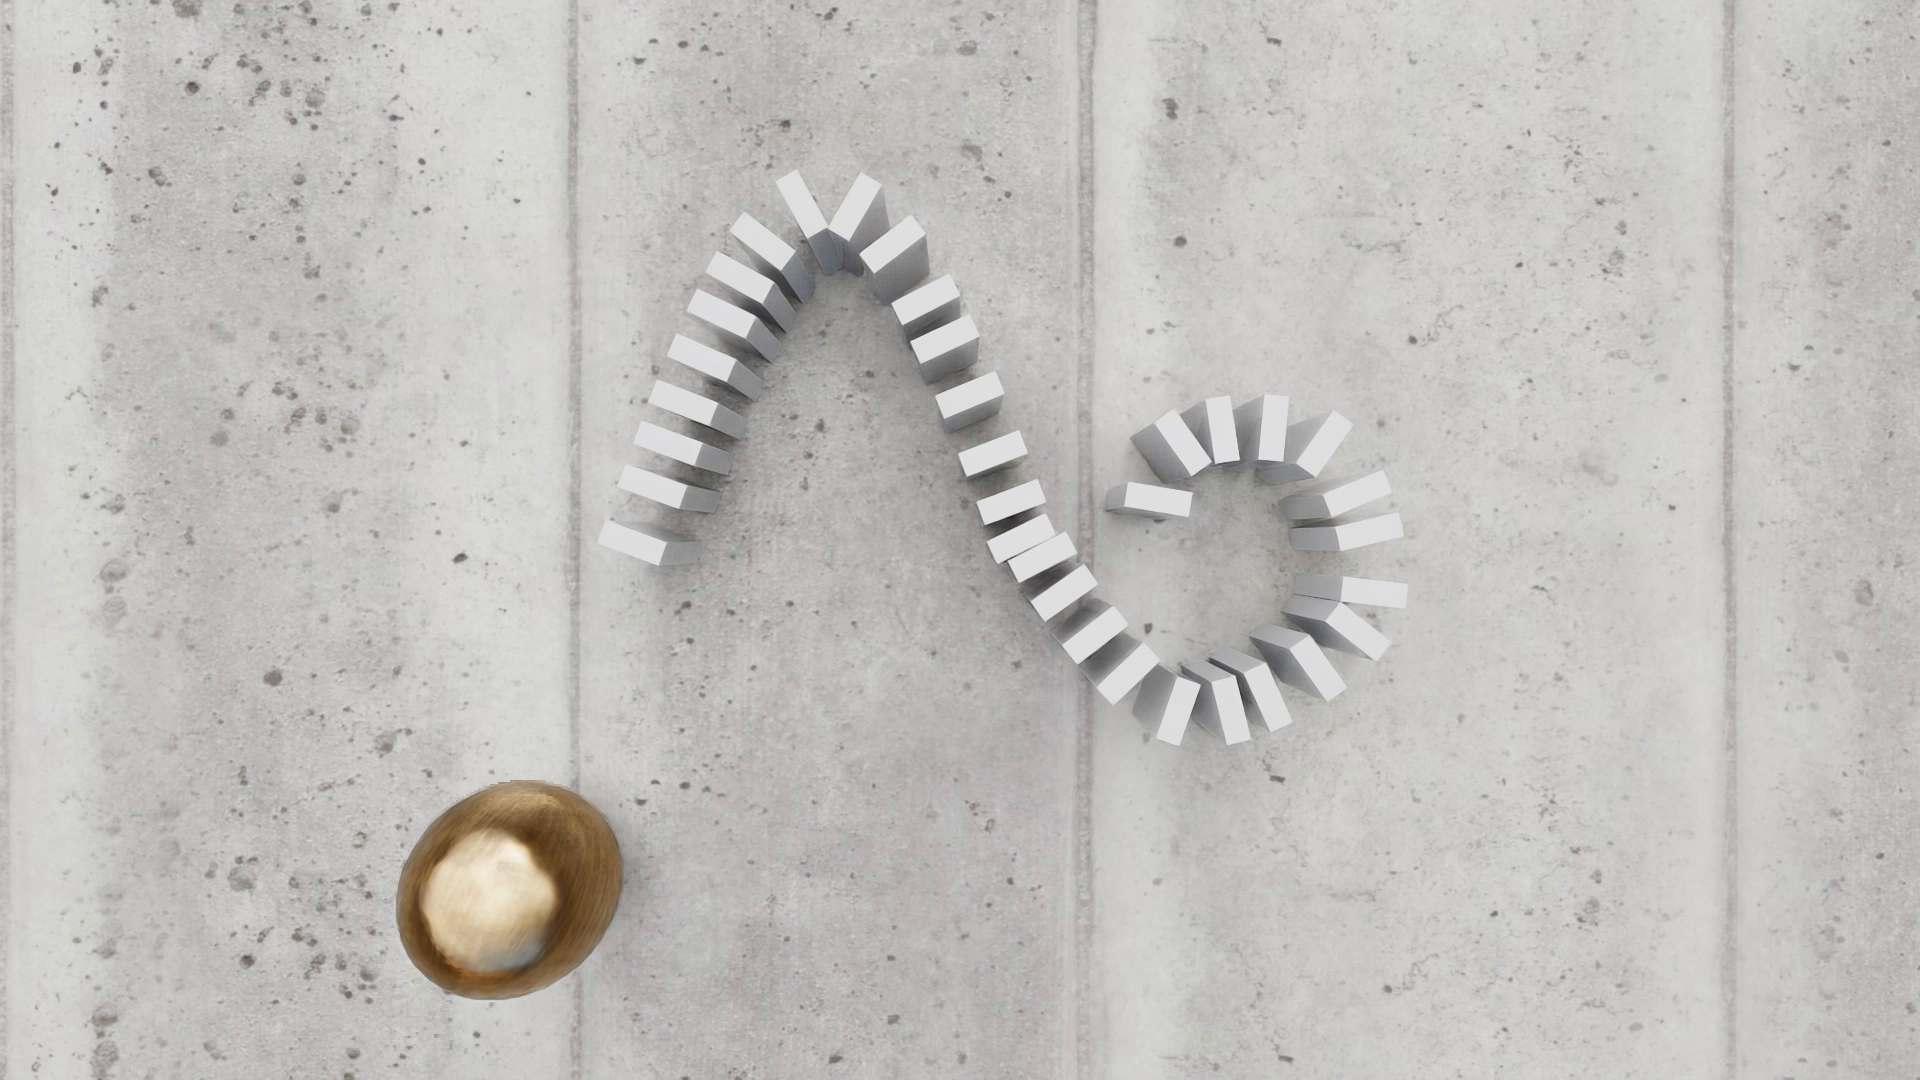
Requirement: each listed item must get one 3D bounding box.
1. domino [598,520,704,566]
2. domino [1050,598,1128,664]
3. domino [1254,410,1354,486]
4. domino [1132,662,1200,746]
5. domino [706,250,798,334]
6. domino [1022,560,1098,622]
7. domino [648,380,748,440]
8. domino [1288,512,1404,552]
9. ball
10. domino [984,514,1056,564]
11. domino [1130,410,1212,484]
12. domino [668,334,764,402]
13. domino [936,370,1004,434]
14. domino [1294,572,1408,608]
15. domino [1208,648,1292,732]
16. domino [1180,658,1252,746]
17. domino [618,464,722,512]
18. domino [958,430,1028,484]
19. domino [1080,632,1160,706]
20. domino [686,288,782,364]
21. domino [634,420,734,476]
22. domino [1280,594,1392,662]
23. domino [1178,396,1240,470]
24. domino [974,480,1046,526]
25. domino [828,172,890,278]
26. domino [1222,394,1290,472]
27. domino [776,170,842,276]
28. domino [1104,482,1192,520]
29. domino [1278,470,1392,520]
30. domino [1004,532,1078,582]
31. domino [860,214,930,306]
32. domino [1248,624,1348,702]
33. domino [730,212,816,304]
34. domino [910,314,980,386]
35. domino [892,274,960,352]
[{"bbox_3d":[-0.125,0.001,0.375,0.025,0.050,0.009,20,90,0],"label":"domino"},{"bbox_3d":[0.052,0.036,0.375,0.025,0.050,0.009,-38,90,0],"label":"domino"},{"bbox_3d":[0.139,-0.037,0.375,0.010,0.050,0.025,36,90,0],"label":"domino"},{"bbox_3d":[0.083,0.066,0.375,0.009,0.050,0.025,19,90,0],"label":"domino"},{"bbox_3d":[-0.084,-0.100,0.375,0.025,0.050,0.009,29,90,0],"label":"domino"},{"bbox_3d":[0.040,0.020,0.375,0.025,0.050,0.009,-35,90,0],"label":"domino"},{"bbox_3d":[-0.106,-0.053,0.375,0.025,0.050,0.009,21,90,0],"label":"domino"},{"bbox_3d":[0.157,-0.003,0.375,0.025,0.050,0.010,-13,90,0],"label":"domino"},{"bbox_3d":[-0.175,0.136,0.360,0.080,0.080,0.080,0,90,0],"label":"ball"},{"bbox_3d":[0.024,-0.001,0.375,0.025,0.050,0.010,-26,90,0],"label":"domino"},{"bbox_3d":[0.085,-0.037,0.375,0.010,0.050,0.025,-36,90,0],"label":"domino"},{"bbox_3d":[-0.099,-0.070,0.375,0.025,0.050,0.009,23,90,0],"label":"domino"},{"bbox_3d":[0.004,-0.056,0.375,0.025,0.050,0.010,-22,90,0],"label":"domino"},{"bbox_3d":[0.158,0.020,0.375,0.025,0.050,0.010,7,90,0],"label":"domino"},{"bbox_3d":[0.118,0.060,0.375,0.009,0.050,0.025,-24,90,0],"label":"domino"},{"bbox_3d":[0.104,0.065,0.375,0.009,0.050,0.025,-14,90,0],"label":"domino"},{"bbox_3d":[-0.118,-0.020,0.375,0.025,0.050,0.009,20,90,0],"label":"domino"},{"bbox_3d":[0.013,-0.033,0.375,0.025,0.050,0.009,-21,90,0],"label":"domino"},{"bbox_3d":[0.064,0.051,0.375,0.025,0.050,0.010,-44,90,0],"label":"domino"},{"bbox_3d":[-0.091,-0.087,0.375,0.025,0.050,0.010,25,90,0],"label":"domino"},{"bbox_3d":[-0.112,-0.037,0.375,0.025,0.050,0.010,20,90,0],"label":"domino"},{"bbox_3d":[0.152,0.035,0.375,0.025,0.050,0.010,38,90,0],"label":"domino"},{"bbox_3d":[0.100,-0.042,0.375,0.009,0.050,0.025,-9,90,0],"label":"domino"},{"bbox_3d":[0.020,-0.015,0.375,0.025,0.050,0.010,-21,90,0],"label":"domino"},{"bbox_3d":[-0.040,-0.128,0.375,0.009,0.050,0.025,30,90,-1],"label":"domino"},{"bbox_3d":[0.120,-0.043,0.375,0.009,0.050,0.025,5,90,0],"label":"domino"},{"bbox_3d":[-0.060,-0.128,0.375,0.009,0.050,0.025,-29,90,0],"label":"domino"},{"bbox_3d":[0.076,-0.016,0.375,0.025,0.050,0.010,9,90,0],"label":"domino"},{"bbox_3d":[0.152,-0.018,0.375,0.025,0.050,0.009,-22,90,0],"label":"domino"},{"bbox_3d":[0.032,0.006,0.375,0.025,0.050,0.010,-27,90,0],"label":"domino"},{"bbox_3d":[-0.026,-0.113,0.375,0.025,0.050,0.010,-37,90,0],"label":"domino"},{"bbox_3d":[0.137,0.049,0.375,0.009,0.050,0.025,-36,90,0],"label":"domino"},{"bbox_3d":[-0.075,-0.114,0.375,0.025,0.050,0.009,38,90,0],"label":"domino"},{"bbox_3d":[-0.006,-0.077,0.375,0.025,0.050,0.010,-25,90,0],"label":"domino"},{"bbox_3d":[-0.013,-0.092,0.375,0.025,0.050,0.009,-27,90,0],"label":"domino"}]
